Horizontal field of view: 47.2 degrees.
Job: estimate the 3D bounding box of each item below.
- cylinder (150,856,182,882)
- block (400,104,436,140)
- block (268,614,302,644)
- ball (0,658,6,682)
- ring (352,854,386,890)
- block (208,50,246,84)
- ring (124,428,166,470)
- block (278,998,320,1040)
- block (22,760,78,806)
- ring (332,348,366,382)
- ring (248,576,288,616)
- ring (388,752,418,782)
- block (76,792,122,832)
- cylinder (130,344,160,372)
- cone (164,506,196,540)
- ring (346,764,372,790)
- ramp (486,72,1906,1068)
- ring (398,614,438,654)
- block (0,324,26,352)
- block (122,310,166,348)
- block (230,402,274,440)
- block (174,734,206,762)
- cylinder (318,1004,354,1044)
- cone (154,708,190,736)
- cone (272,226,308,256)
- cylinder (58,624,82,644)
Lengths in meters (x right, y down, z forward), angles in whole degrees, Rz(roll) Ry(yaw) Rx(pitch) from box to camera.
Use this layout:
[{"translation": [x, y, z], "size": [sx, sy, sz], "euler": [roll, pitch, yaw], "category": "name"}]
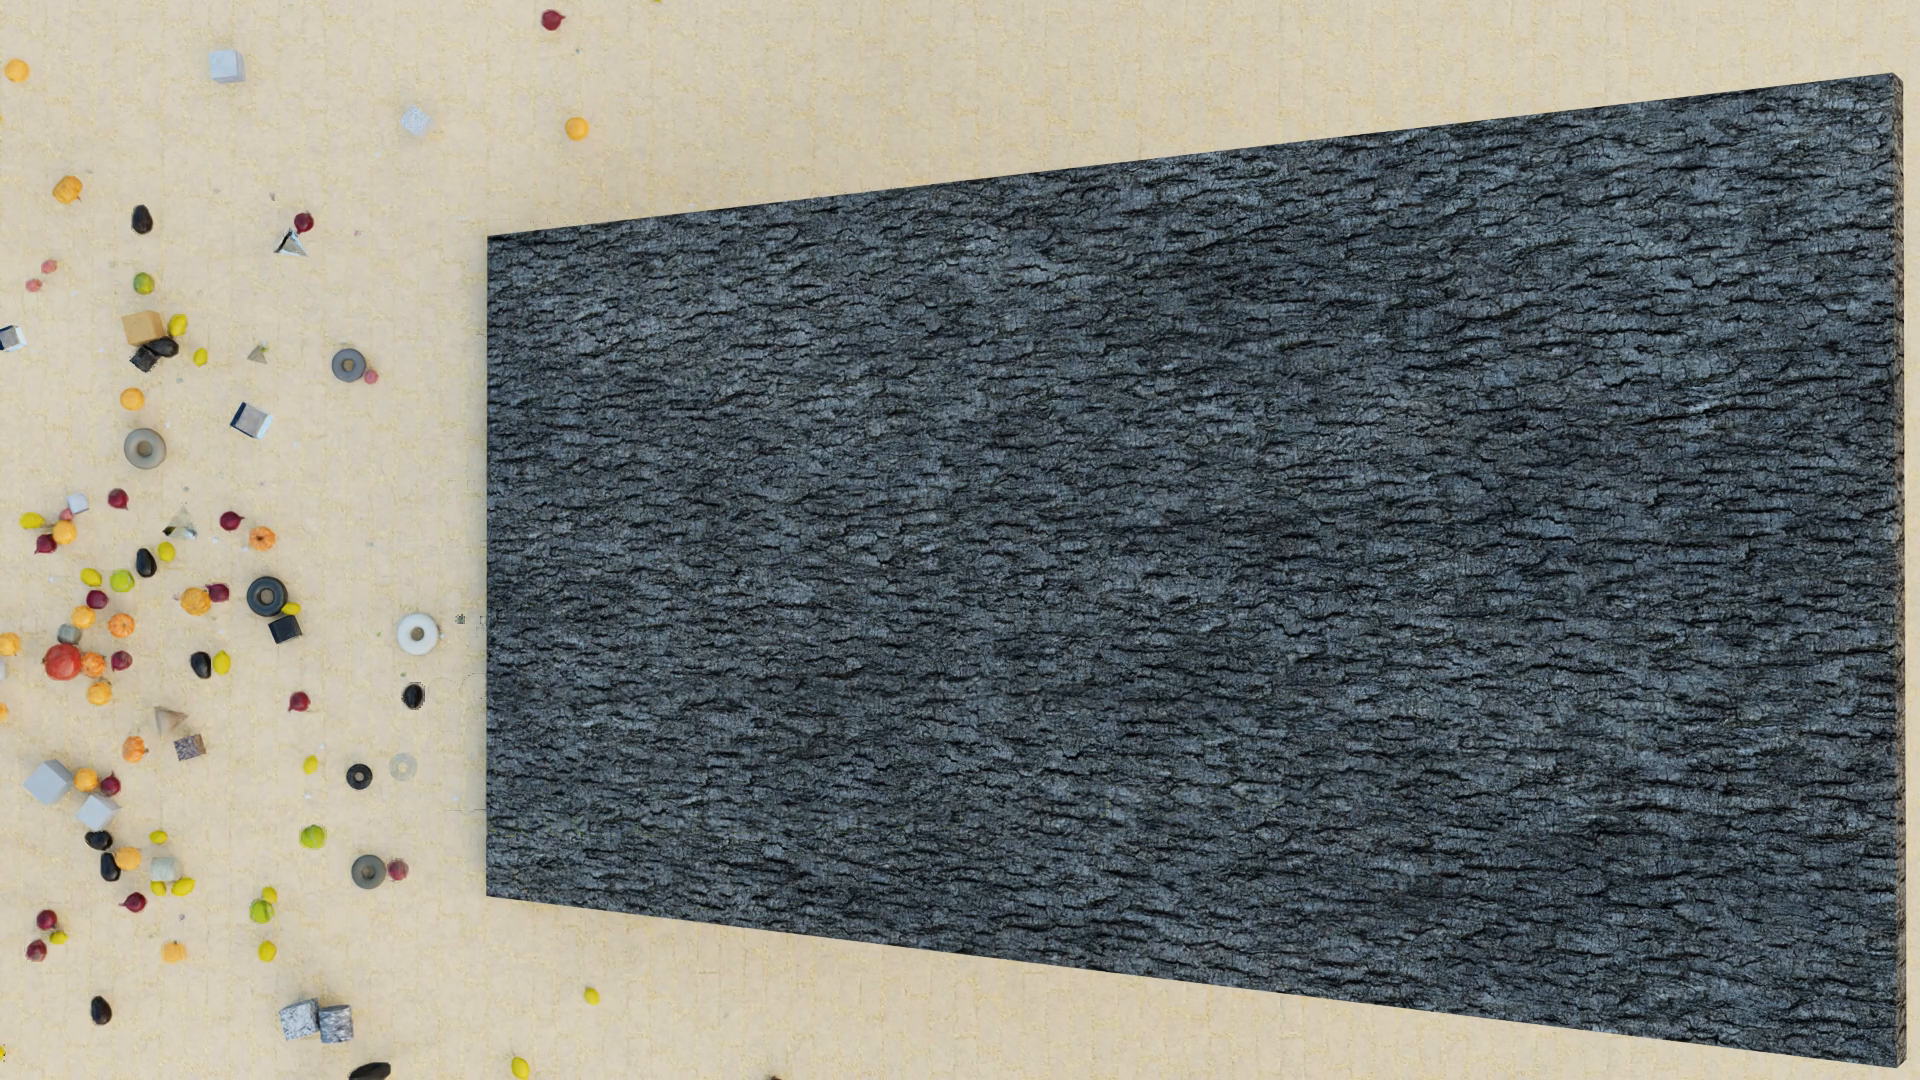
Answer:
[{"translation": [-2.419, 1.002, 6.699], "size": [0.072, 0.072, 0.072], "euler": [-4, 90, 0], "category": "cylinder"}, {"translation": [-1.657, -1.275, 6.719], "size": [0.070, 0.070, 0.070], "euler": [39, 90, 0], "category": "block"}, {"translation": [-2.058, 0.273, 6.708], "size": [0.067, 0.067, 0.067], "euler": [-23, 90, 0], "category": "block"}, {"translation": [-2.953, 0.397, 6.692], "size": [0.096, 0.096, 0.096], "euler": [0, 90, 0], "category": "ball"}, {"translation": [-1.806, 1.014, 6.718], "size": [0.106, 0.035, 0.106], "euler": [0, 88, 1], "category": "ring"}, {"translation": [-2.237, -1.445, 6.715], "size": [0.080, 0.080, 0.080], "euler": [-6, 90, 0], "category": "block"}, {"translation": [-2.490, -0.279, 6.719], "size": [0.130, 0.043, 0.130], "euler": [0, 102, 2], "category": "ring"}, {"translation": [-2.001, 1.456, 6.685], "size": [0.093, 0.093, 0.093], "euler": [-15, 90, 0], "category": "block"}, {"translation": [-2.766, 0.737, 6.690], "size": [0.095, 0.095, 0.095], "euler": [43, 90, 0], "category": "block"}, {"translation": [-1.871, -0.535, 6.731], "size": [0.104, 0.035, 0.104], "euler": [0, 88, -1], "category": "ring"}, {"translation": [-2.117, 0.173, 6.721], "size": [0.125, 0.042, 0.125], "euler": [0, 90, 1], "category": "ring"}, {"translation": [-1.703, 0.695, 6.723], "size": [0.088, 0.029, 0.088], "euler": [0, 90, -1], "category": "ring"}, {"translation": [-2.623, 0.827, 6.697], "size": [0.080, 0.080, 0.080], "euler": [38, 90, 0], "category": "block"}, {"translation": [-2.489, -0.554, 6.717], "size": [0.062, 0.062, 0.062], "euler": [41, 87, 0], "category": "cylinder"}, {"translation": [-2.378, -0.065, 6.722], "size": [0.096, 0.096, 0.096], "euler": [-3, 63, 0], "category": "cone"}, {"translation": [-1.836, 0.724, 6.724], "size": [0.080, 0.027, 0.080], "euler": [0, 91, 0], "category": "ring"}, {"translation": [0.250, 0.069, 5.579], "size": [4.000, 0.100, 2.000], "euler": [0, 89, 34], "category": "ramp"}, {"translation": [-1.657, 0.287, 6.718], "size": [0.128, 0.043, 0.128], "euler": [0, 86, 3], "category": "ring"}, {"translation": [-2.902, -0.615, 6.718], "size": [0.061, 0.061, 0.061], "euler": [-23, 90, 0], "category": "block"}, {"translation": [-2.489, -0.644, 6.705], "size": [0.087, 0.087, 0.087], "euler": [-15, 90, 0], "category": "block"}, {"translation": [-2.159, -0.364, 6.705], "size": [0.082, 0.082, 0.082], "euler": [29, 90, 0], "category": "block"}, {"translation": [-2.348, 0.633, 6.706], "size": [0.064, 0.064, 0.064], "euler": [-17, 90, 0], "category": "block"}, {"translation": [-1.895, 1.471, 6.683], "size": [0.096, 0.096, 0.096], "euler": [-6, 90, 0], "category": "cylinder"}, {"translation": [-2.402, 0.545, 6.718], "size": [0.095, 0.095, 0.095], "euler": [-13, 89, -27], "category": "cone"}, {"translation": [-2.035, -0.893, 6.729], "size": [0.095, 0.095, 0.095], "euler": [35, 90, -26], "category": "cone"}, {"translation": [-2.719, 0.289, 6.715], "size": [0.052, 0.052, 0.052], "euler": [9, 90, 0], "category": "cylinder"}]
